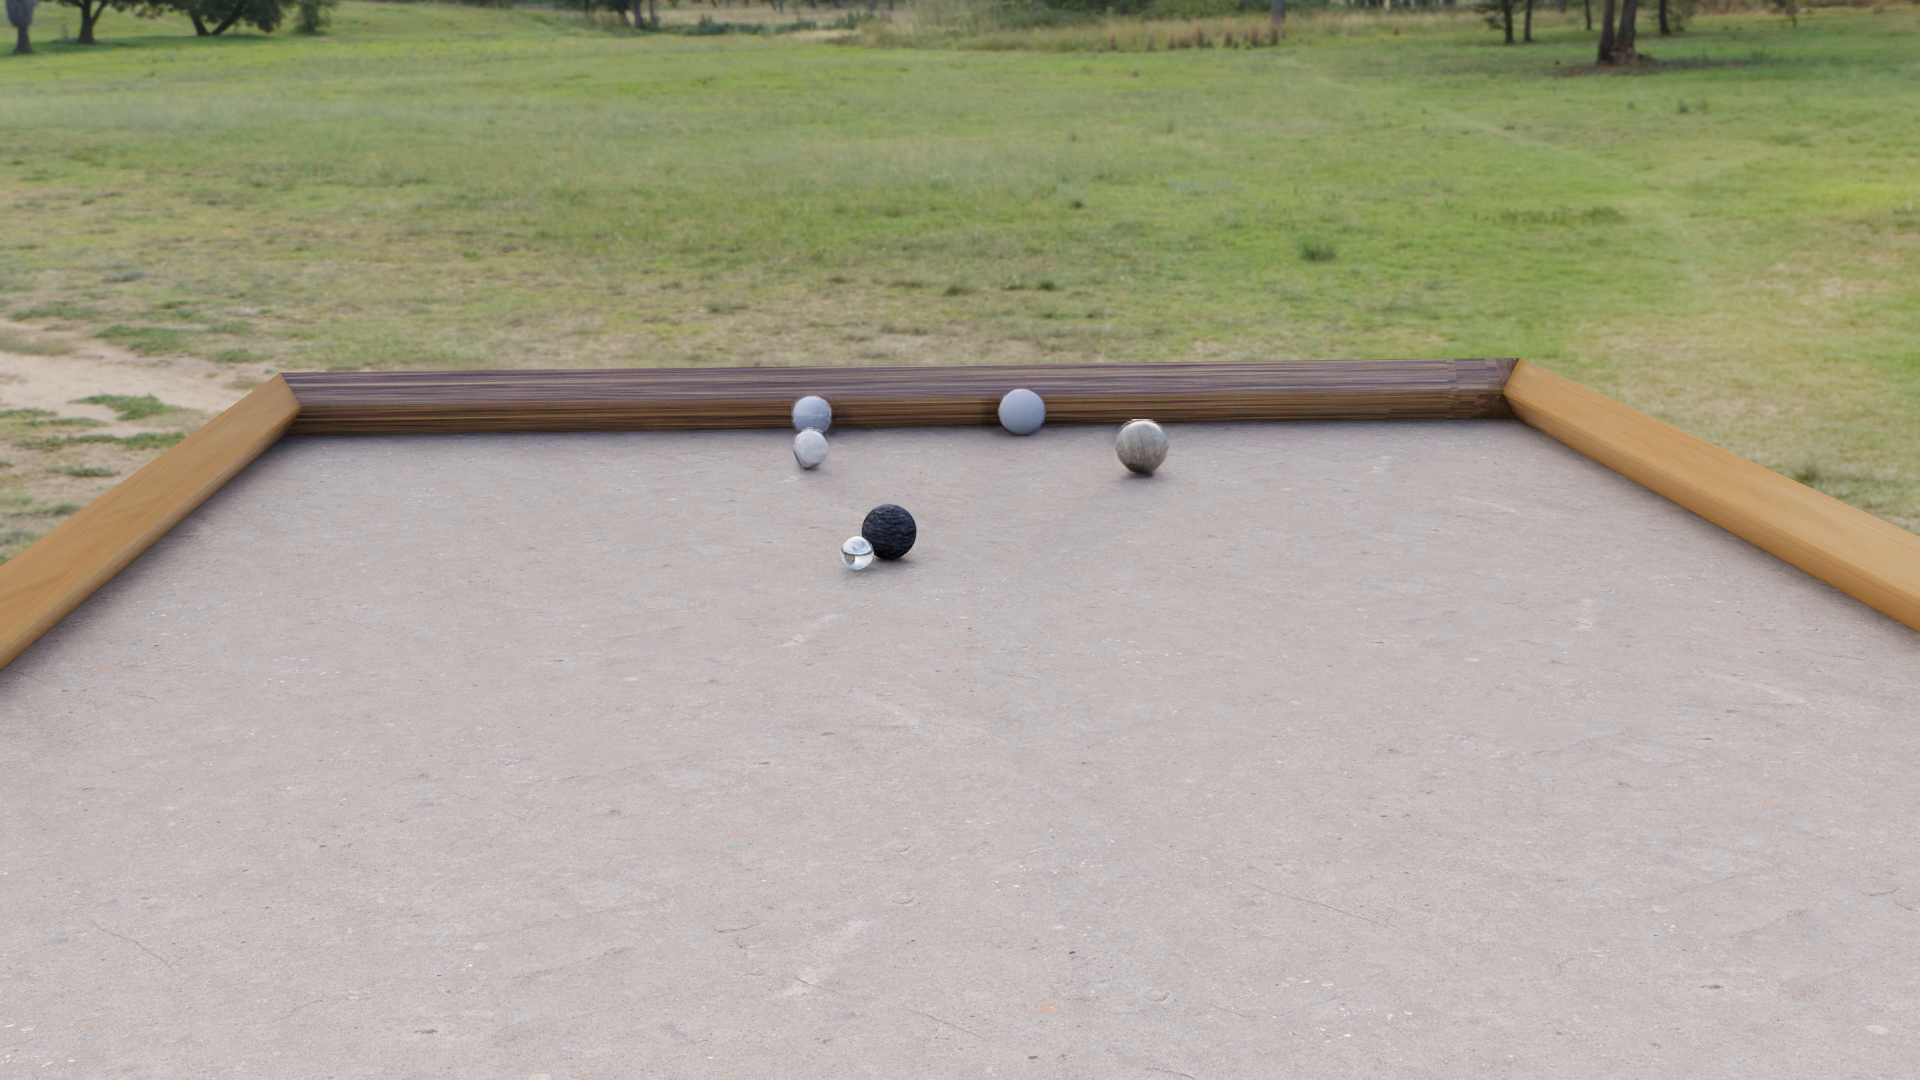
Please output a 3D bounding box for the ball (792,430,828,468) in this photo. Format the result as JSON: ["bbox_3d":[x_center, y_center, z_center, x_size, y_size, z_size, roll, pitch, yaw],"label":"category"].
[{"bbox_3d":[-0.258,-0.157,3.781,0.064,0.064,0.064,0,13,0],"label":"ball"}]

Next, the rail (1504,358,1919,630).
[{"bbox_3d":[1.232,0.206,2.107,0.045,0.116,4.413,-1,13,-4],"label":"rail"}]

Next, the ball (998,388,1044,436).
[{"bbox_3d":[0.114,-0.237,4.075,0.086,0.086,0.086,0,13,0],"label":"ball"}]

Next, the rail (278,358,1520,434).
[{"bbox_3d":[-0.086,-0.268,4.137,2.344,0.116,0.045,-1,13,-4],"label":"rail"}]

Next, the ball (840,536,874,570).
[{"bbox_3d":[-0.144,0.018,3.070,0.046,0.046,0.046,0,13,0],"label":"ball"}]

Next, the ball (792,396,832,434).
[{"bbox_3d":[-0.274,-0.231,4.074,0.074,0.074,0.074,0,13,0],"label":"ball"}]

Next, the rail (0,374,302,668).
[{"bbox_3d":[-1.057,0.248,1.929,0.045,0.116,4.413,-1,13,-4],"label":"rail"}]

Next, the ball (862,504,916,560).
[{"bbox_3d":[-0.101,-0.012,3.127,0.079,0.079,0.079,0,13,0],"label":"ball"}]

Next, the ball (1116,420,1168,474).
[{"bbox_3d":[0.309,-0.158,3.729,0.089,0.089,0.089,0,13,0],"label":"ball"}]
